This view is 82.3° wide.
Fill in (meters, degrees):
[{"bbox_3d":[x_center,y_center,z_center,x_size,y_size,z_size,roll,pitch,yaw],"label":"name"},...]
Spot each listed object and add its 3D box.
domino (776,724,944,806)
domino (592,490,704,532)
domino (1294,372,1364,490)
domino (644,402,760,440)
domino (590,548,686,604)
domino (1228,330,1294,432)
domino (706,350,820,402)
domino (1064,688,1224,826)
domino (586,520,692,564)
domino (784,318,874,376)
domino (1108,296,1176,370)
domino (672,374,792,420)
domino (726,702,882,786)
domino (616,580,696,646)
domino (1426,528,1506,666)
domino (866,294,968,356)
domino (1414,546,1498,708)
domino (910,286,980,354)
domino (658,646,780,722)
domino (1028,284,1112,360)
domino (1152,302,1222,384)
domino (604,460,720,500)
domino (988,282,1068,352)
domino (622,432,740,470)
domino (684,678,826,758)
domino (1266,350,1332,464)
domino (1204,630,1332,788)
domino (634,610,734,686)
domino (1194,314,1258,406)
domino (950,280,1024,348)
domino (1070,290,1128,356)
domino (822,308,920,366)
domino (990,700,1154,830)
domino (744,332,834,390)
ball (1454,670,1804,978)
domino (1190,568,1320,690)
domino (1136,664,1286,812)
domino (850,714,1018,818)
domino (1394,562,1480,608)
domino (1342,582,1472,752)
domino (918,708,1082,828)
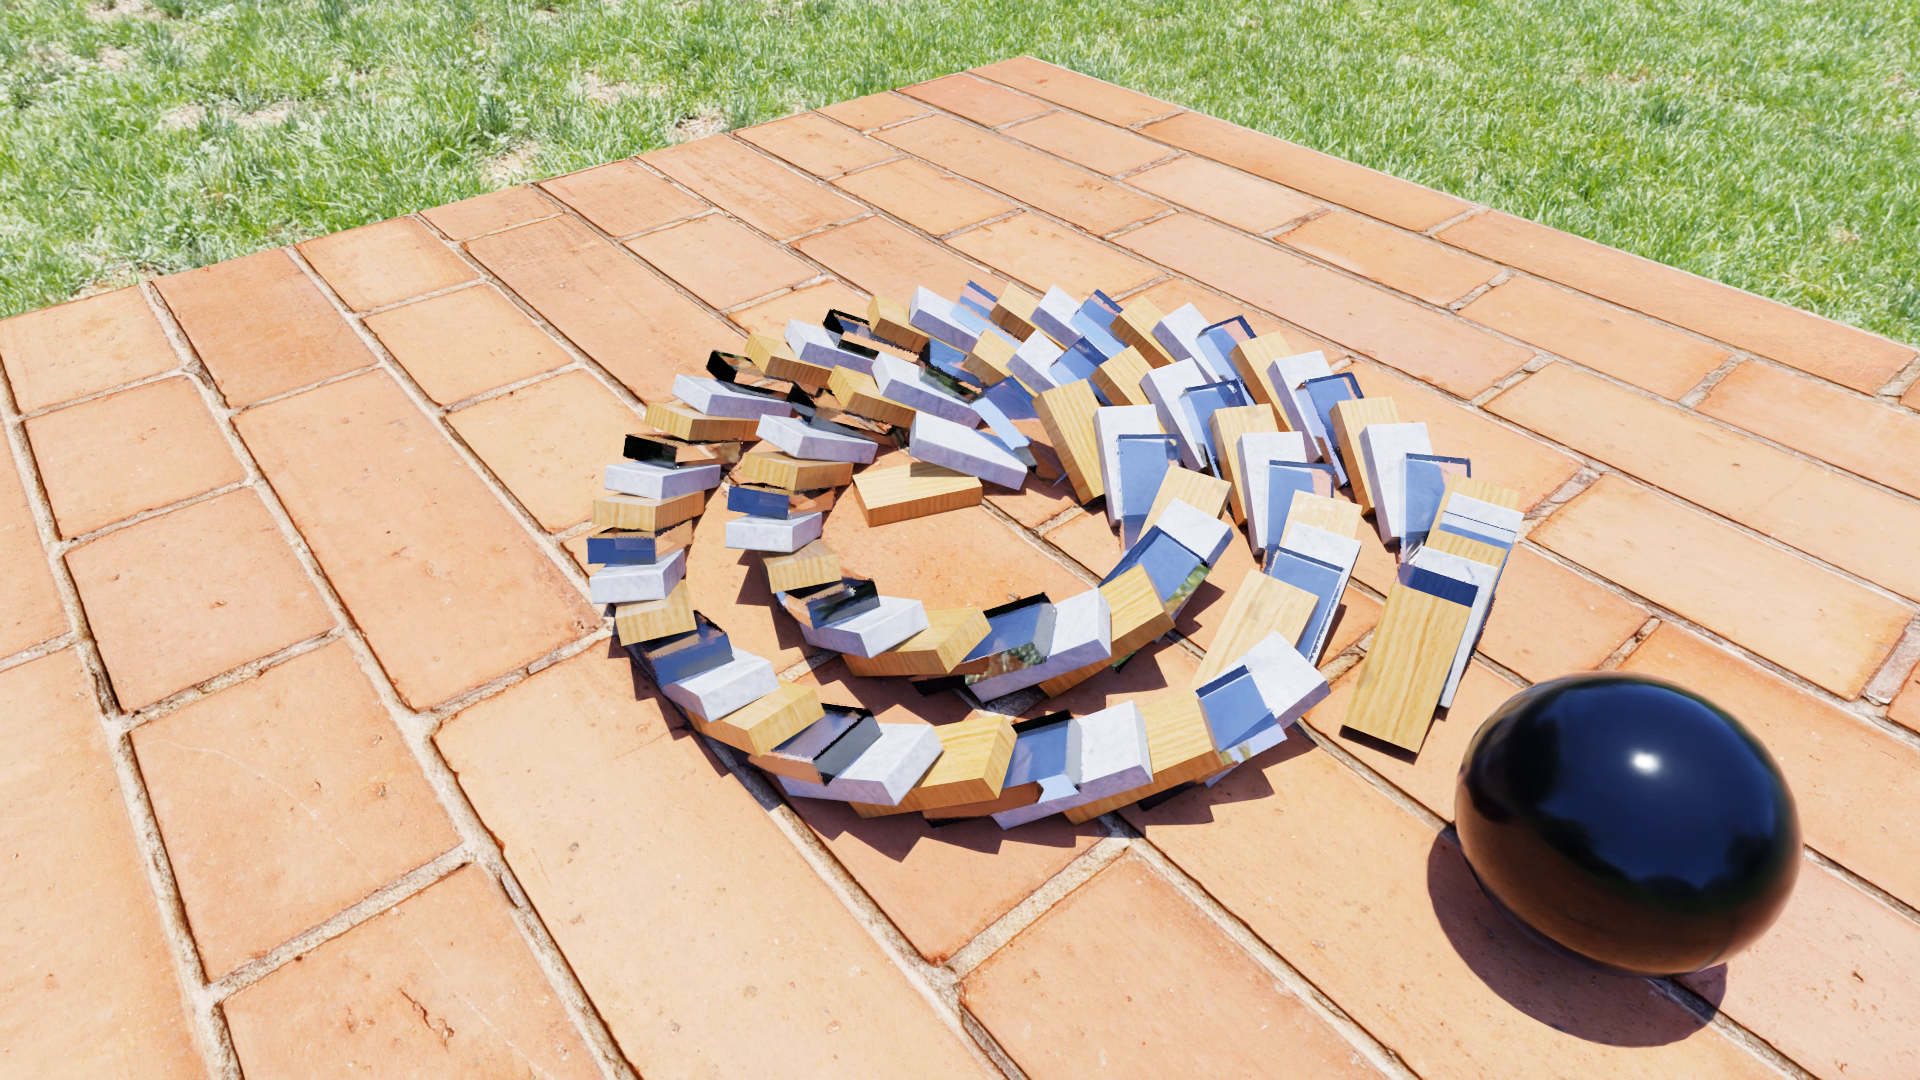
[{"bbox_3d":[-0.032,0.069,0.341,0.050,0.010,0.025,-7,28,43],"label":"domino"},{"bbox_3d":[-0.124,-0.013,0.441,0.025,0.009,0.050,6,10,7],"label":"domino"},{"bbox_3d":[0.170,-0.049,0.485,0.025,0.010,0.050,-12,70,-14],"label":"domino"},{"bbox_3d":[-0.113,-0.052,0.488,0.025,0.009,0.050,21,13,23],"label":"domino"},{"bbox_3d":[-0.119,0.013,0.409,0.025,0.009,0.050,-4,9,-5],"label":"domino"},{"bbox_3d":[0.149,-0.072,0.512,0.025,0.010,0.050,-19,72,-22],"label":"domino"},{"bbox_3d":[-0.091,-0.076,0.517,0.050,0.010,0.025,5,27,-45],"label":"domino"},{"bbox_3d":[0.054,0.067,0.343,0.050,0.010,0.025,-26,38,15],"label":"domino"},{"bbox_3d":[-0.123,0.000,0.425,0.025,0.009,0.050,1,9,1],"label":"domino"},{"bbox_3d":[-0.059,-0.092,0.537,0.050,0.010,0.025,11,29,-36],"label":"domino"},{"bbox_3d":[0.100,-0.096,0.543,0.050,0.009,0.025,43,50,3],"label":"domino"},{"bbox_3d":[-0.104,-0.065,0.503,0.025,0.009,0.050,30,18,32],"label":"domino"},{"bbox_3d":[-0.050,0.063,0.348,0.050,0.009,0.025,-3,27,48],"label":"domino"},{"bbox_3d":[-0.109,0.025,0.394,0.025,0.010,0.050,-12,10,-15],"label":"domino"},{"bbox_3d":[0.170,0.023,0.387,0.025,0.050,0.010,20,5,23],"label":"domino"},{"bbox_3d":[-0.021,-0.104,0.552,0.050,0.009,0.025,19,32,-26],"label":"domino"},{"bbox_3d":[0.164,0.030,0.379,0.025,0.050,0.009,19,5,23],"label":"domino"},{"bbox_3d":[-0.001,-0.108,0.556,0.050,0.009,0.025,24,35,-19],"label":"domino"},{"bbox_3d":[-0.082,0.046,0.368,0.025,0.010,0.050,-26,16,-28],"label":"domino"},{"bbox_3d":[0.061,-0.105,0.554,0.050,0.010,0.025,36,44,-4],"label":"domino"},{"bbox_3d":[0.119,-0.090,0.535,0.025,0.009,0.050,-34,80,-34],"label":"domino"},{"bbox_3d":[-0.123,-0.026,0.457,0.025,0.009,0.050,11,11,13],"label":"domino"},{"bbox_3d":[0.041,-0.108,0.557,0.050,0.009,0.025,32,41,-7],"label":"domino"},{"bbox_3d":[-0.119,-0.039,0.473,0.025,0.009,0.050,14,12,17],"label":"domino"},{"bbox_3d":[-0.068,0.055,0.357,0.025,0.010,0.050,-30,18,-31],"label":"domino"},{"bbox_3d":[0.161,-0.060,0.499,0.025,0.010,0.050,-13,70,-16],"label":"domino"},{"bbox_3d":[0.092,0.055,0.359,0.050,0.009,0.025,-38,46,0],"label":"domino"},{"bbox_3d":[-0.097,0.036,0.380,0.025,0.010,0.050,-19,14,-22],"label":"domino"},{"bbox_3d":[0.137,-0.082,0.525,0.025,0.009,0.050,-23,74,-25],"label":"domino"},{"bbox_3d":[0.021,-0.110,0.559,0.050,0.010,0.025,31,40,-9],"label":"domino"},{"bbox_3d":[0.081,-0.101,0.549,0.050,0.009,0.025,39,47,0],"label":"domino"},{"bbox_3d":[-0.041,-0.098,0.545,0.050,0.010,0.025,13,30,-33],"label":"domino"},{"bbox_3d":[0.033,0.070,0.340,0.050,0.009,0.025,-23,35,19],"label":"domino"},{"bbox_3d":[-0.076,-0.084,0.528,0.050,0.010,0.025,8,28,-41],"label":"domino"},{"bbox_3d":[0.177,0.075,0.296,0.080,0.080,0.080,0,39,0],"label":"ball"},{"bbox_3d":[0.101,0.037,0.378,0.025,0.010,0.050,24,77,26],"label":"domino"},{"bbox_3d":[0.074,0.063,0.348,0.050,0.010,0.025,-30,41,10],"label":"domino"},{"bbox_3d":[-0.009,0.070,0.339,0.050,0.010,0.025,-16,31,30],"label":"domino"},{"bbox_3d":[0.154,0.035,0.372,0.025,0.050,0.010,20,5,23],"label":"domino"},{"bbox_3d":[0.148,0.042,0.364,0.025,0.050,0.009,20,5,23],"label":"domino"},{"bbox_3d":[0.012,0.071,0.339,0.050,0.010,0.025,-20,33,23],"label":"domino"}]
